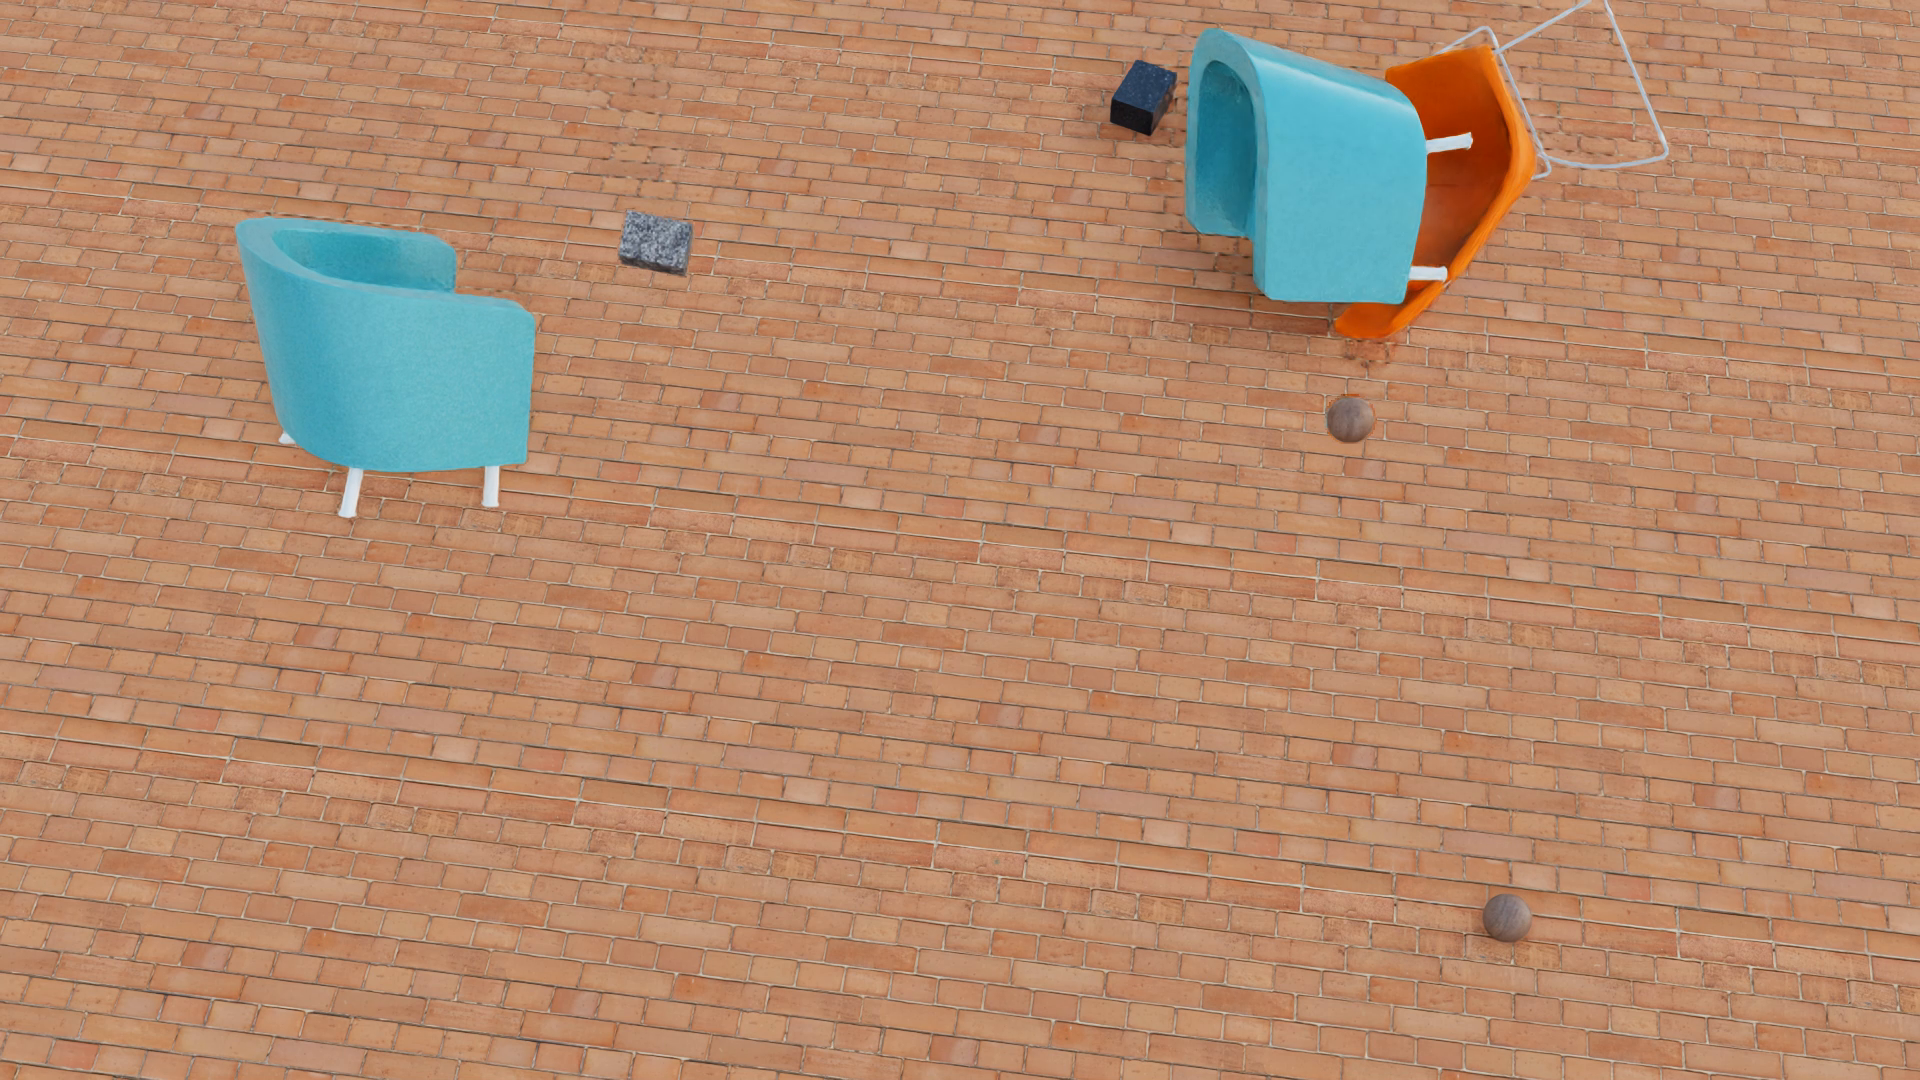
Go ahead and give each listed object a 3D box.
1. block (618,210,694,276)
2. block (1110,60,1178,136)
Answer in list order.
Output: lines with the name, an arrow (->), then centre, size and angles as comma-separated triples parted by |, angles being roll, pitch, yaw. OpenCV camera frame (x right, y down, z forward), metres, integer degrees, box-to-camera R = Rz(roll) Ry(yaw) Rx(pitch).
block -> -0.900, -0.878, 6.516 | 0.192, 0.132, 0.135 | 11, 85, -4
block -> 0.628, -1.513, 7.522 | 0.153, 0.111, 0.209 | 22, 59, 14
